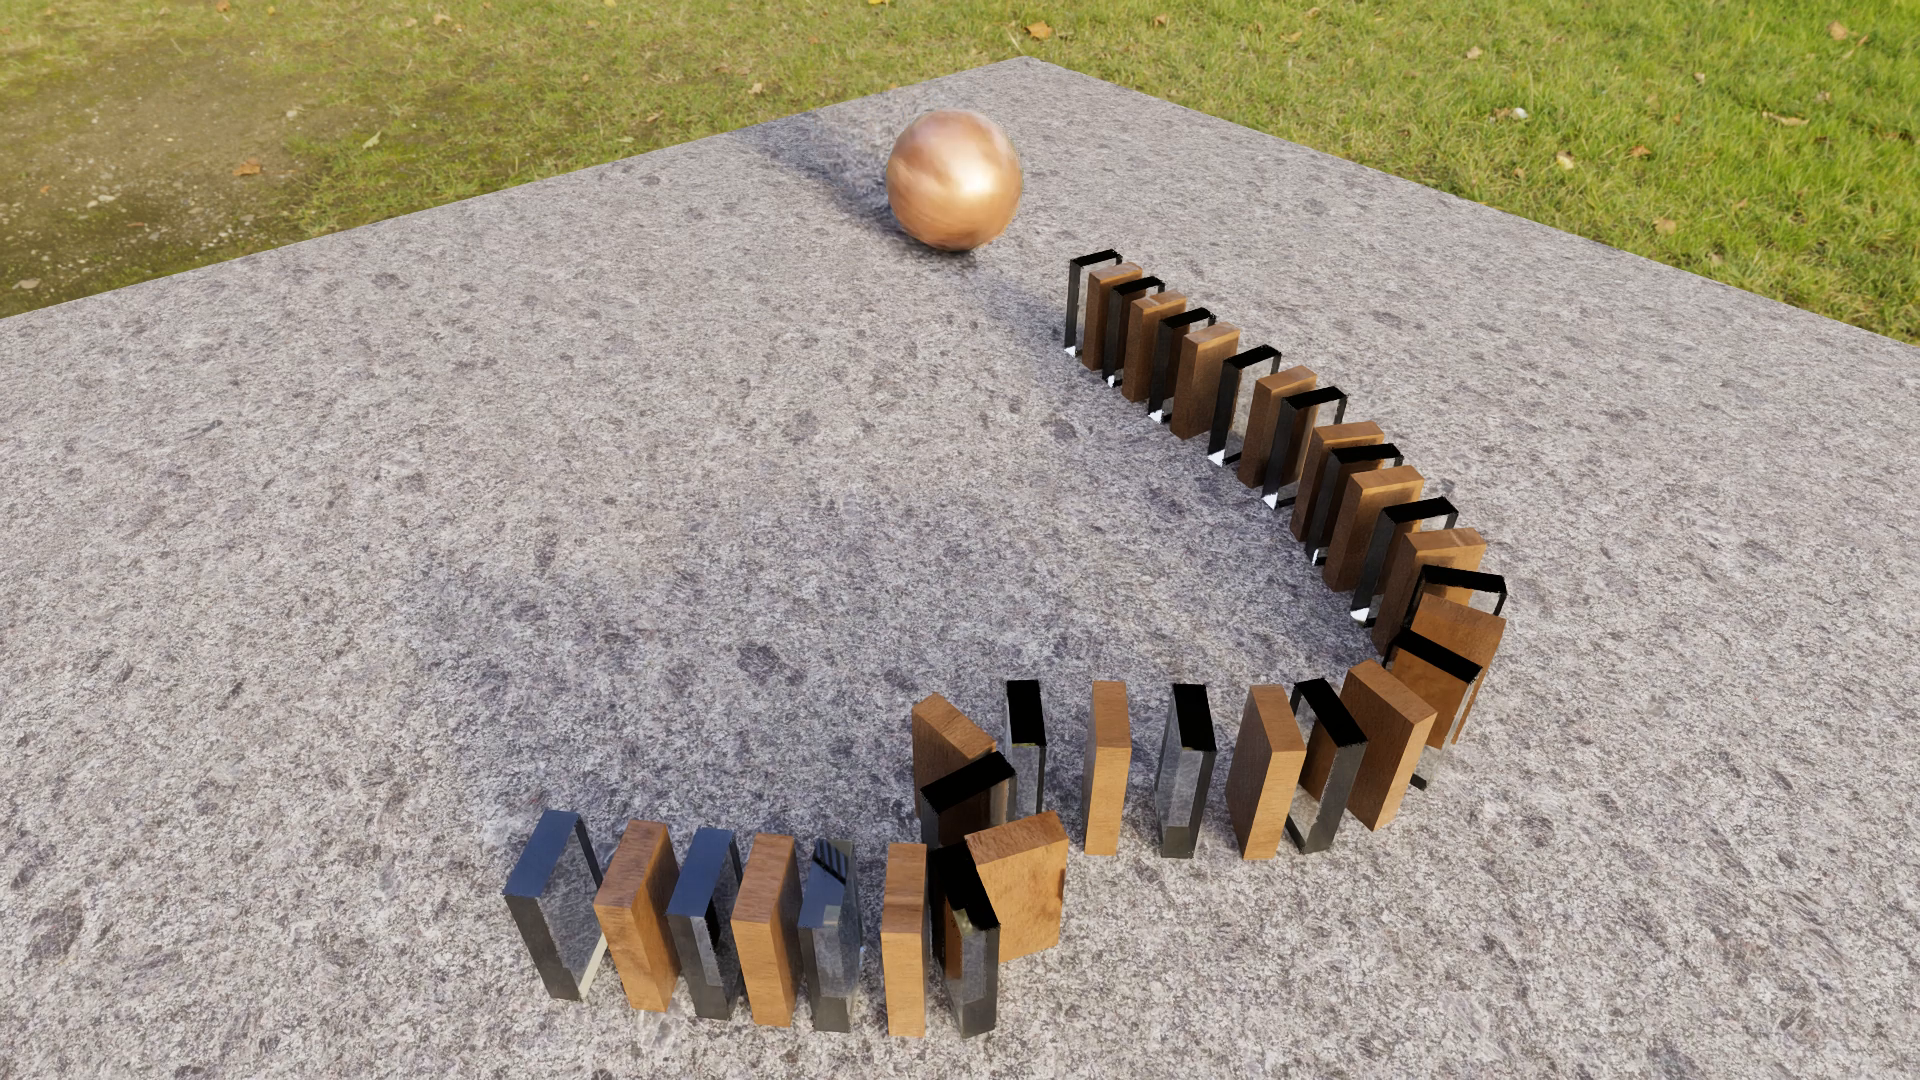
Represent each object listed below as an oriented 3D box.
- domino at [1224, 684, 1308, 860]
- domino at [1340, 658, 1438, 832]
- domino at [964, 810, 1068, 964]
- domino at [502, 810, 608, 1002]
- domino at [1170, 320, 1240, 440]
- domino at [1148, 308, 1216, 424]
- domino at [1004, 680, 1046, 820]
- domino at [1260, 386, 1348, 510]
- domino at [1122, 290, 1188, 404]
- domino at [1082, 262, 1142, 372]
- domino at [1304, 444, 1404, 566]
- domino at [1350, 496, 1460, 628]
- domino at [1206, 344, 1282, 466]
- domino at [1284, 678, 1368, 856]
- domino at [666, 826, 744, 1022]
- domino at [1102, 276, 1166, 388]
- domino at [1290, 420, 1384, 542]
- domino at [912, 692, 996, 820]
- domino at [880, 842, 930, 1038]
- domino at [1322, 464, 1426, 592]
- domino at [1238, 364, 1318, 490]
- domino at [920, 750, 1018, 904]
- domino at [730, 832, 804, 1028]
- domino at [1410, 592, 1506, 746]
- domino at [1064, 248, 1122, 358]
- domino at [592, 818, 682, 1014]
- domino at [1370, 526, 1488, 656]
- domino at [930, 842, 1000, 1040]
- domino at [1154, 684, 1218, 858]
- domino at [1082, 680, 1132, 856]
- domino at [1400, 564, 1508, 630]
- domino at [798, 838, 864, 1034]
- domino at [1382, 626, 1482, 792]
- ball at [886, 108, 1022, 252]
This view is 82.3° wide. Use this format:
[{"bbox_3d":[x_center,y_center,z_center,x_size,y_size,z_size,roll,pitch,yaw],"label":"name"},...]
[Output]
[{"bbox_3d":[0.090,0.069,0.327,0.009,0.050,0.025,-2,39,-2],"label":"domino"},{"bbox_3d":[0.125,0.063,0.335,0.010,0.050,0.025,-21,44,-23],"label":"domino"},{"bbox_3d":[0.014,0.095,0.296,0.025,0.050,0.009,-12,41,-15],"label":"domino"},{"bbox_3d":[-0.105,0.098,0.292,0.009,0.050,0.025,5,40,6],"label":"domino"},{"bbox_3d":[0.111,-0.072,0.499,0.025,0.050,0.009,-22,44,-25],"label":"domino"},{"bbox_3d":[0.102,-0.080,0.510,0.025,0.050,0.009,-20,44,-23],"label":"domino"},{"bbox_3d":[0.019,0.068,0.328,0.010,0.050,0.025,-1,39,-1],"label":"domino"},{"bbox_3d":[0.143,-0.038,0.458,0.025,0.050,0.010,-15,42,-17],"label":"domino"},{"bbox_3d":[0.092,-0.092,0.524,0.025,0.050,0.010,-20,43,-23],"label":"domino"},{"bbox_3d":[0.075,-0.111,0.547,0.025,0.050,0.009,-19,43,-22],"label":"domino"},{"bbox_3d":[0.152,-0.013,0.428,0.025,0.050,0.009,-6,40,-8],"label":"domino"},{"bbox_3d":[0.161,0.009,0.401,0.025,0.050,0.010,-10,40,-12],"label":"domino"},{"bbox_3d":[0.125,-0.059,0.483,0.025,0.050,0.010,-22,44,-25],"label":"domino"},{"bbox_3d":[0.105,0.068,0.328,0.009,0.050,0.025,-9,40,-11],"label":"domino"},{"bbox_3d":[-0.064,0.101,0.288,0.010,0.050,0.025,4,40,5],"label":"domino"},{"bbox_3d":[0.084,-0.101,0.535,0.025,0.050,0.010,-20,43,-22],"label":"domino"},{"bbox_3d":[0.150,-0.023,0.439,0.025,0.050,0.010,-7,40,-8],"label":"domino"},{"bbox_3d":[-0.002,0.071,0.325,0.009,0.050,0.025,-30,48,-31],"label":"domino"},{"bbox_3d":[-0.014,0.104,0.284,0.010,0.050,0.025,1,39,1],"label":"domino"},{"bbox_3d":[0.156,-0.004,0.416,0.025,0.050,0.009,-9,40,-11],"label":"domino"},{"bbox_3d":[0.135,-0.048,0.470,0.025,0.050,0.009,-20,43,-23],"label":"domino"},{"bbox_3d":[0.002,0.084,0.309,0.025,0.050,0.010,-22,44,-24],"label":"domino"},{"bbox_3d":[-0.049,0.102,0.287,0.010,0.050,0.025,4,39,5],"label":"domino"},{"bbox_3d":[0.157,0.043,0.359,0.025,0.050,0.009,20,44,23],"label":"domino"},{"bbox_3d":[0.067,-0.120,0.558,0.025,0.050,0.010,-20,43,-22],"label":"domino"},{"bbox_3d":[-0.082,0.100,0.290,0.009,0.050,0.025,5,40,6],"label":"domino"},{"bbox_3d":[0.165,0.019,0.388,0.025,0.050,0.009,-5,40,-6],"label":"domino"},{"bbox_3d":[0.001,0.104,0.284,0.009,0.050,0.025,-13,41,-15],"label":"domino"},{"bbox_3d":[0.066,0.069,0.327,0.009,0.050,0.025,2,39,2],"label":"domino"},{"bbox_3d":[0.043,0.069,0.328,0.010,0.050,0.025,2,39,2],"label":"domino"},{"bbox_3d":[0.164,0.032,0.372,0.025,0.050,0.009,9,40,10],"label":"domino"},{"bbox_3d":[-0.033,0.103,0.285,0.009,0.050,0.025,3,39,4],"label":"domino"},{"bbox_3d":[0.143,0.054,0.346,0.025,0.050,0.010,32,49,33],"label":"domino"},{"bbox_3d":[-0.004,-0.211,0.645,0.080,0.080,0.080,0,39,0],"label":"ball"}]
